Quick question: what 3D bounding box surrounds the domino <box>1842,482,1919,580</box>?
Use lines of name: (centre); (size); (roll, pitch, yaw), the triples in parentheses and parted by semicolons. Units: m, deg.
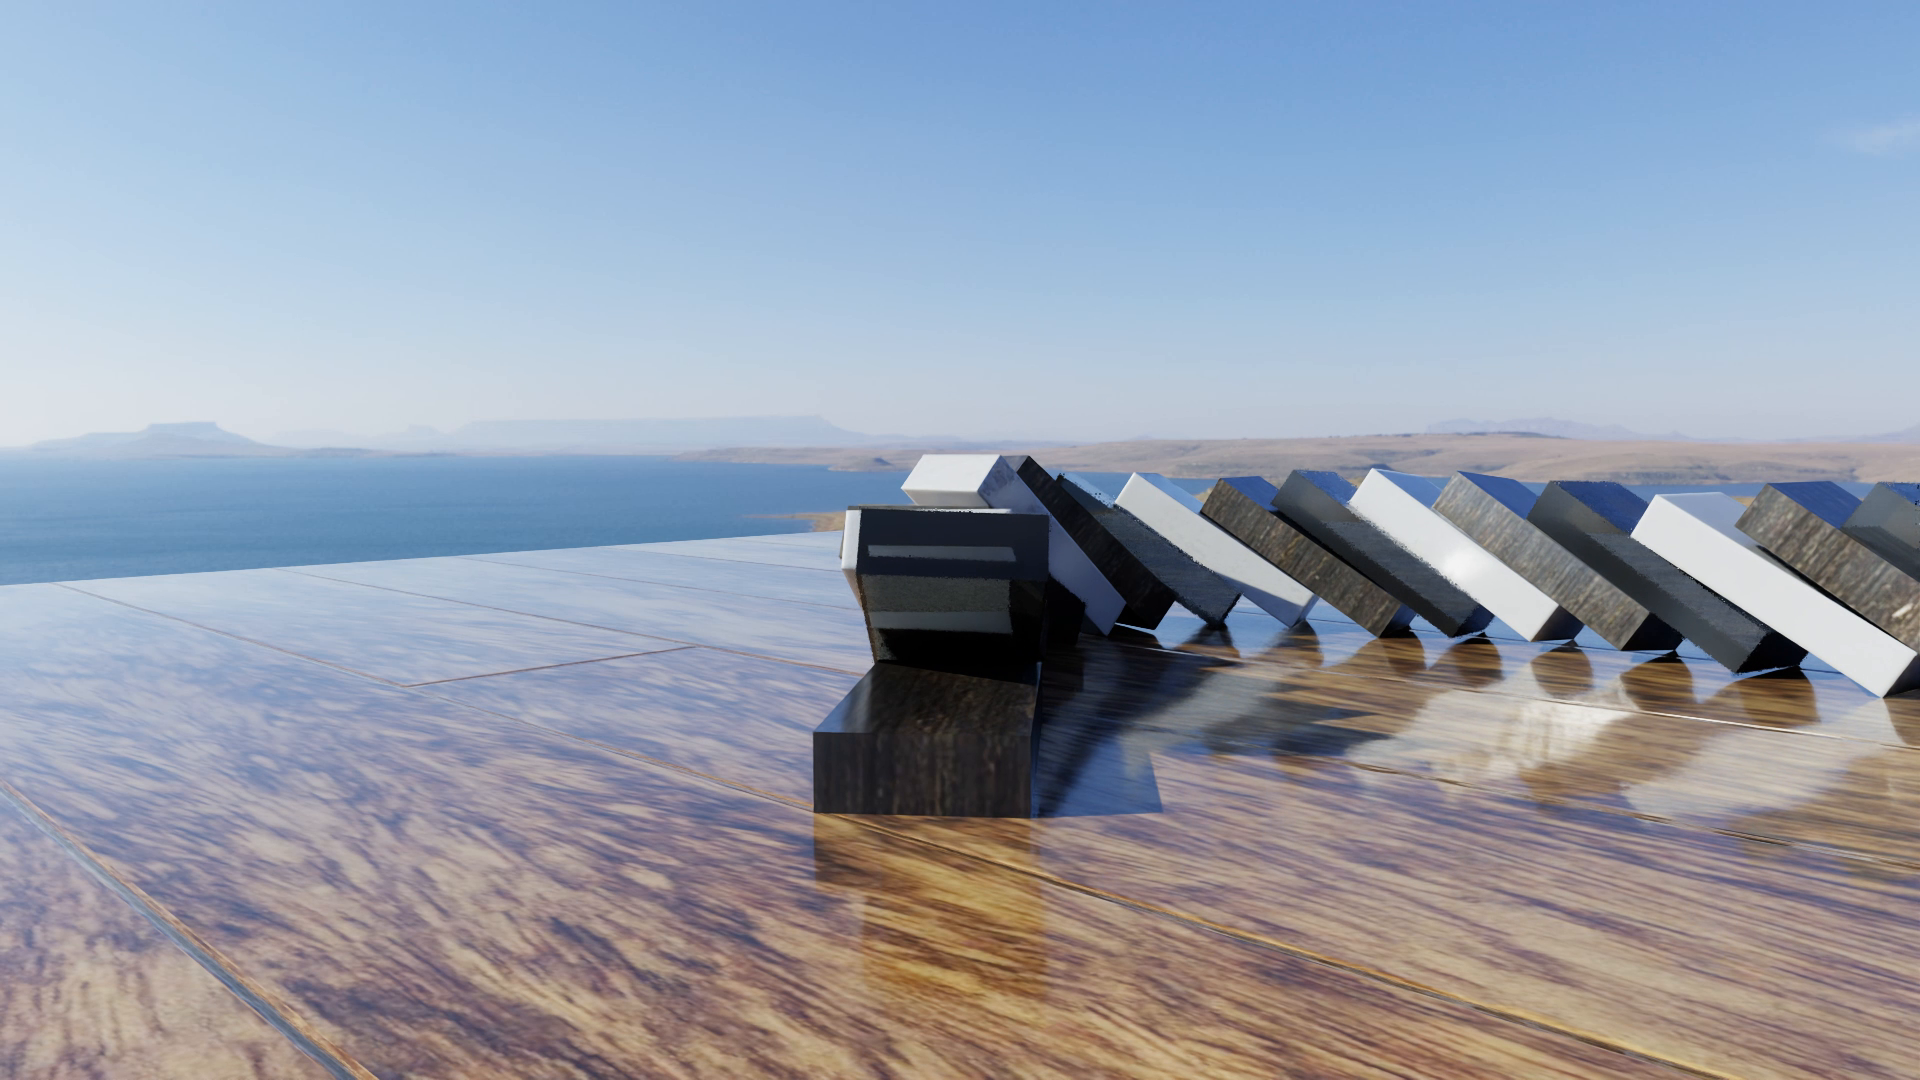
domino: (0.174, 0.009, 0.208); (0.025, 0.010, 0.050); (-1, 37, -31)

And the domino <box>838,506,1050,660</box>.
domino: (-0.001, 0.009, 0.235); (0.025, 0.009, 0.050); (1, -24, 17)

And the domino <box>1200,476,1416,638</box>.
domino: (0.083, 0.003, 0.301); (0.050, 0.010, 0.025); (39, 23, 26)

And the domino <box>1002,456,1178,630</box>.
domino: (0.024, 0.001, 0.293); (0.050, 0.010, 0.025); (42, -15, -21)

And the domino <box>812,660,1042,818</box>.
domino: (-0.002, 0.025, 0.171); (0.025, 0.010, 0.050); (0, 4, 5)

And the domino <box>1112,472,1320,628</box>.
domino: (0.063, 0.002, 0.308); (0.050, 0.009, 0.025); (36, 15, 17)

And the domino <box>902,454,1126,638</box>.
domino: (0.012, 0.001, 0.280); (0.025, 0.010, 0.050); (5, -35, 50)

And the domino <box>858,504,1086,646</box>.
domino: (0.002, 0.008, 0.261); (0.025, 0.009, 0.050); (3, -21, 37)

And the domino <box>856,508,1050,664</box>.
domino: (-0.001, 0.011, 0.191); (0.025, 0.009, 0.050); (2, -25, 1)

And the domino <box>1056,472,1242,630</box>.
domino: (0.044, 0.002, 0.308); (0.050, 0.010, 0.025); (34, 10, 8)

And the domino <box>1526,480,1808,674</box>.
domino: (0.141, 0.006, 0.255); (0.025, 0.010, 0.050); (-1, 36, -34)

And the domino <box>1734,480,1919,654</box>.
domino: (0.164, 0.008, 0.221); (0.025, 0.010, 0.050); (-3, 38, -34)

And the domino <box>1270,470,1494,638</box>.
domino: (0.098, 0.002, 0.293); (0.050, 0.010, 0.025); (42, 25, 29)

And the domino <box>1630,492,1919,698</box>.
domino: (0.154, 0.008, 0.237); (0.025, 0.010, 0.050); (-3, 35, -34)

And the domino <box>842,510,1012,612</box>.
domino: (-0.002, 0.010, 0.213); (0.025, 0.010, 0.050); (0, -25, 7)

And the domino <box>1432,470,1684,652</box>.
domino: (0.128, 0.004, 0.271); (0.025, 0.009, 0.050); (3, 33, -39)

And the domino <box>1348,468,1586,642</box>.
domino: (0.113, 0.003, 0.284); (0.025, 0.009, 0.050); (3, 34, -45)
